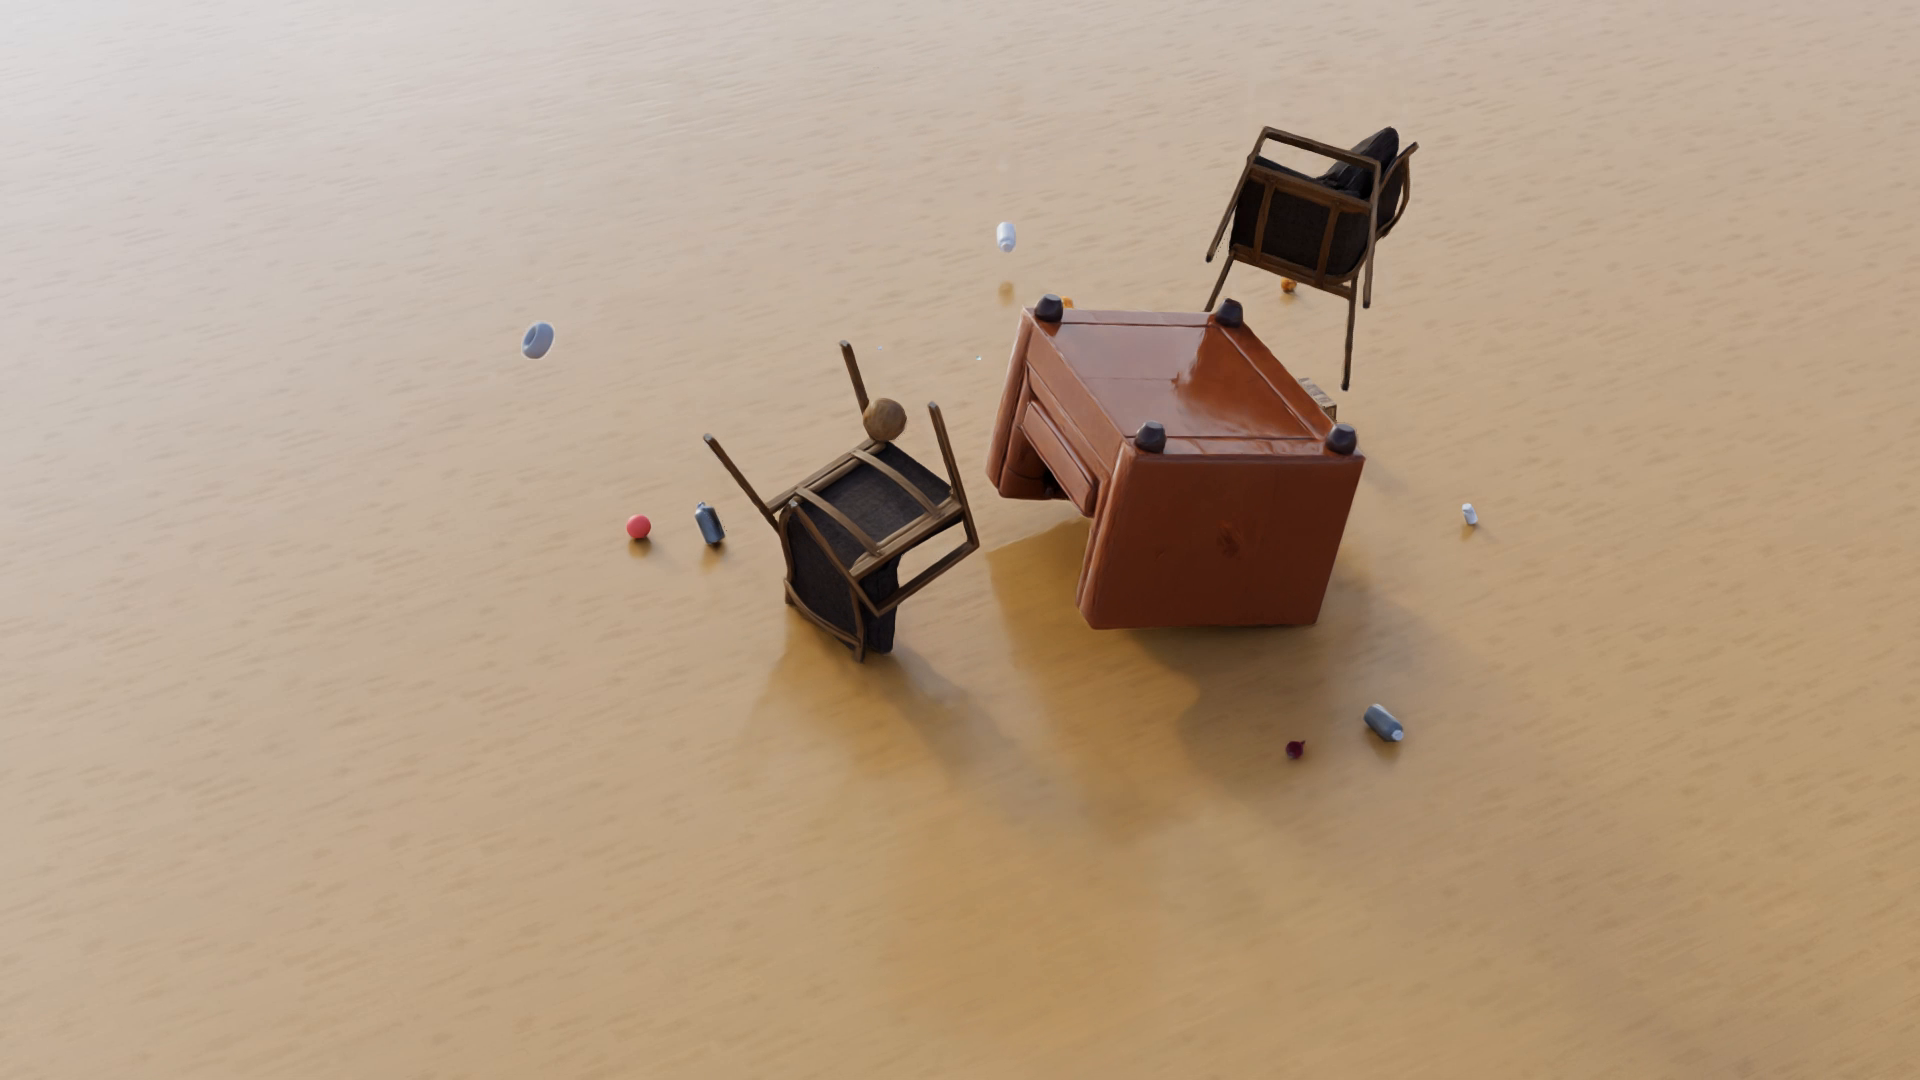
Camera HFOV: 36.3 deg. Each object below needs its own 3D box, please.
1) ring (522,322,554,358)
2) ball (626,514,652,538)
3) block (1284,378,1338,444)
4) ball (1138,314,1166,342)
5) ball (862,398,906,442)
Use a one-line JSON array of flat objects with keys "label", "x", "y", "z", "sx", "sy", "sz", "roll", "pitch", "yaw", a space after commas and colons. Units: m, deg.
[{"label": "ring", "x": -1.617, "y": -0.765, "z": 11.233, "sx": 0.078, "sy": 0.150, "sz": 0.094, "roll": 24, "pitch": 10, "yaw": -41}, {"label": "ball", "x": -1.199, "y": -0.050, "z": 10.938, "sx": 0.092, "sy": 0.092, "sz": 0.092, "roll": 0, "pitch": 33, "yaw": 0}, {"label": "block", "x": 1.384, "y": -0.513, "z": 11.584, "sx": 0.098, "sy": 0.154, "sz": 0.231, "roll": -14, "pitch": 36, "yaw": -20}, {"label": "ball", "x": 0.794, "y": -0.877, "z": 12.170, "sx": 0.116, "sy": 0.116, "sz": 0.116, "roll": 0, "pitch": 33, "yaw": 0}, {"label": "ball", "x": -0.259, "y": -0.414, "z": 10.088, "sx": 0.150, "sy": 0.150, "sz": 0.150, "roll": 0, "pitch": 33, "yaw": 0}]
